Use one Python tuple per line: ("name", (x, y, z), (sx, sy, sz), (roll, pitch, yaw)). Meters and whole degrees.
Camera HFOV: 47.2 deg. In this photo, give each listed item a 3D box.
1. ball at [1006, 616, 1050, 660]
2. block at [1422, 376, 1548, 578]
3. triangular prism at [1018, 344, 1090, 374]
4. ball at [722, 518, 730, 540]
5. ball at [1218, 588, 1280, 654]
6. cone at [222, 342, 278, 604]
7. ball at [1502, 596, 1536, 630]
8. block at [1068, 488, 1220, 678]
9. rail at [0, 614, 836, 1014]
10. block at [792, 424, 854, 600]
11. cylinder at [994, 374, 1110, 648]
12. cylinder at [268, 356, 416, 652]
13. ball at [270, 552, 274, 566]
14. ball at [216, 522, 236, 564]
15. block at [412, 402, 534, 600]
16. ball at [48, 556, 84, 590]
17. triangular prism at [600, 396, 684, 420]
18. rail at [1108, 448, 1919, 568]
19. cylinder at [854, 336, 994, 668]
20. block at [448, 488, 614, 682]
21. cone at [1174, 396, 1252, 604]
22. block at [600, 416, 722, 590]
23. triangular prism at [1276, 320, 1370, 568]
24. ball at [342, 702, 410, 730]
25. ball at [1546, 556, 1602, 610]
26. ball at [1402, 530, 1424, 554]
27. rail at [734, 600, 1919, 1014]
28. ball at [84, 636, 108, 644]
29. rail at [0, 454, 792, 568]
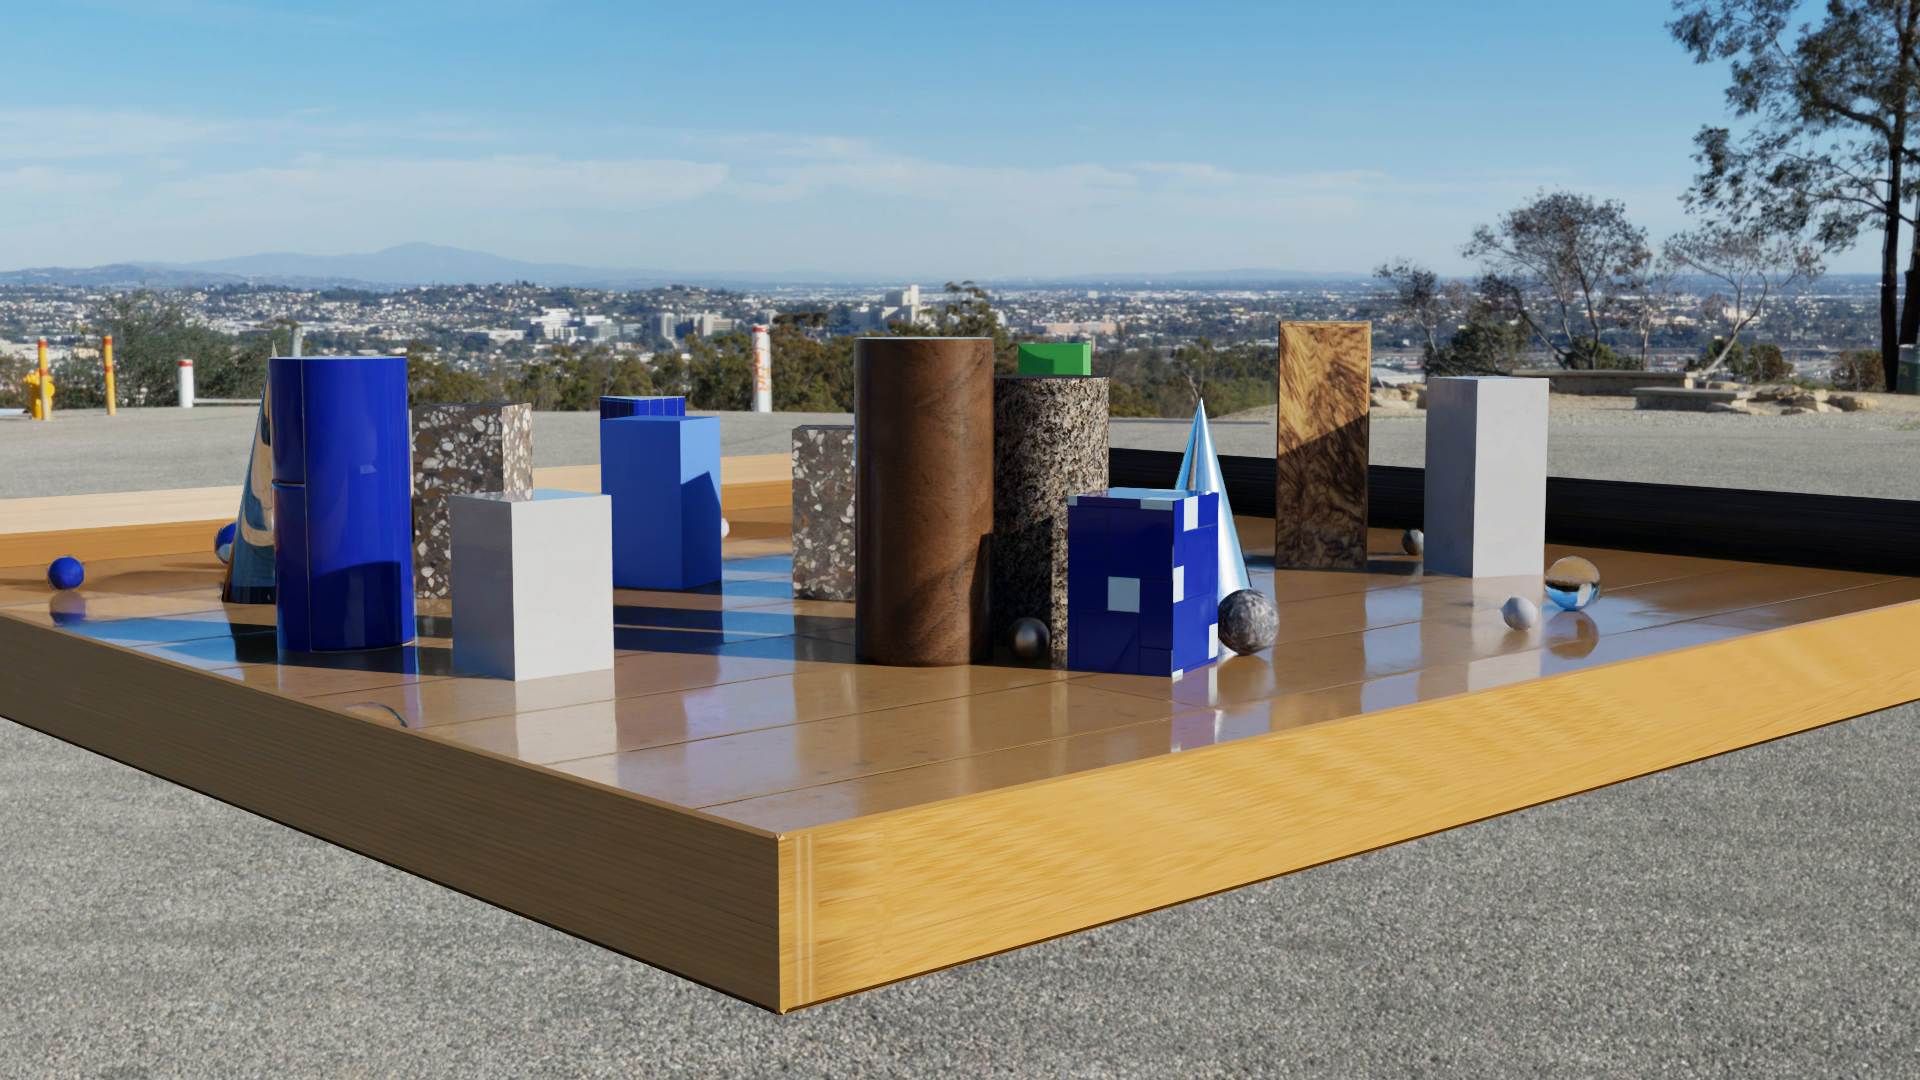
("ball", (0.086, 0.123, 2.753), (0.055, 0.055, 0.055), (0, 6, 0))
("block", (0.870, -0.108, 3.645), (0.140, 0.322, 0.140), (-3, 7, -23))
("triangular prism", (0.209, -0.188, 4.170), (0.151, 0.368, 0.131), (4, 8, 35))
("ball", (-0.456, -0.021, 4.095), (0.052, 0.052, 0.052), (0, 6, 0))
("ball", (0.365, 0.104, 2.795), (0.083, 0.083, 0.083), (0, 6, 0))
("cone", (-1.031, -0.107, 3.324), (0.175, 0.389, 0.175), (0, 6, 0))
("ball", (0.765, 0.099, 3.009), (0.046, 0.046, 0.046), (0, 6, 0))
("block", (0.226, 0.049, 2.707), (0.140, 0.212, 0.140), (3, 7, 29))
("rail", (-1.026, 0.131, 2.391), (0.045, 0.114, 2.745), (-6, 8, -42))
("block", (-0.179, -0.045, 3.374), (0.140, 0.255, 0.140), (0, 6, 2))
("cylinder", (0.109, -0.042, 2.912), (0.175, 0.348, 0.175), (0, 6, 0))
("cylinder", (-0.809, -0.052, 2.880), (0.175, 0.374, 0.175), (0, 6, 0))
("ball", (-1.117, 0.032, 3.640), (0.045, 0.045, 0.045), (0, 6, 0))
("ball", (-1.214, 0.008, 3.707), (0.078, 0.078, 0.078), (0, 6, 0))
("block", (-0.743, -0.062, 3.366), (0.140, 0.291, 0.140), (1, 6, 7))
("ball", (-1.387, 0.052, 3.414), (0.053, 0.053, 0.053), (0, 6, 0))
("triangular prism", (-0.561, -0.124, 4.015), (0.131, 0.274, 0.151), (-4, 7, -33))
("rail", (1.026, -0.072, 4.274), (0.045, 0.114, 2.745), (-6, 8, -42))
("cylinder", (-0.045, -0.052, 2.760), (0.175, 0.401, 0.175), (0, 6, 0))
("block", (-0.523, 0.051, 2.683), (0.140, 0.212, 0.140), (-6, 8, -43))
("cone", (0.337, -0.044, 3.089), (0.175, 0.314, 0.175), (0, 6, 0))
("block", (-0.475, -0.063, 3.502), (0.140, 0.263, 0.140), (2, 7, 20))
("triangular prism", (0.628, -0.167, 3.762), (0.151, 0.414, 0.131), (2, 6, 16))
("ball", (-0.543, 0.189, 2.020), (0.080, 0.080, 0.080), (0, 6, 0))
("ball", (0.892, 0.063, 3.198), (0.078, 0.078, 0.078), (0, 6, 0))
("ball", (0.807, 0.004, 3.905), (0.044, 0.044, 0.044), (0, 6, 0))
("rail", (0.915, 0.136, 2.347), (2.840, 0.114, 0.045), (-6, 8, -42))
("ball", (-0.958, 0.147, 2.408), (0.081, 0.081, 0.081), (0, 6, 0))
("rail", (-0.915, -0.077, 4.318), (2.840, 0.114, 0.045), (-6, 8, -42))
